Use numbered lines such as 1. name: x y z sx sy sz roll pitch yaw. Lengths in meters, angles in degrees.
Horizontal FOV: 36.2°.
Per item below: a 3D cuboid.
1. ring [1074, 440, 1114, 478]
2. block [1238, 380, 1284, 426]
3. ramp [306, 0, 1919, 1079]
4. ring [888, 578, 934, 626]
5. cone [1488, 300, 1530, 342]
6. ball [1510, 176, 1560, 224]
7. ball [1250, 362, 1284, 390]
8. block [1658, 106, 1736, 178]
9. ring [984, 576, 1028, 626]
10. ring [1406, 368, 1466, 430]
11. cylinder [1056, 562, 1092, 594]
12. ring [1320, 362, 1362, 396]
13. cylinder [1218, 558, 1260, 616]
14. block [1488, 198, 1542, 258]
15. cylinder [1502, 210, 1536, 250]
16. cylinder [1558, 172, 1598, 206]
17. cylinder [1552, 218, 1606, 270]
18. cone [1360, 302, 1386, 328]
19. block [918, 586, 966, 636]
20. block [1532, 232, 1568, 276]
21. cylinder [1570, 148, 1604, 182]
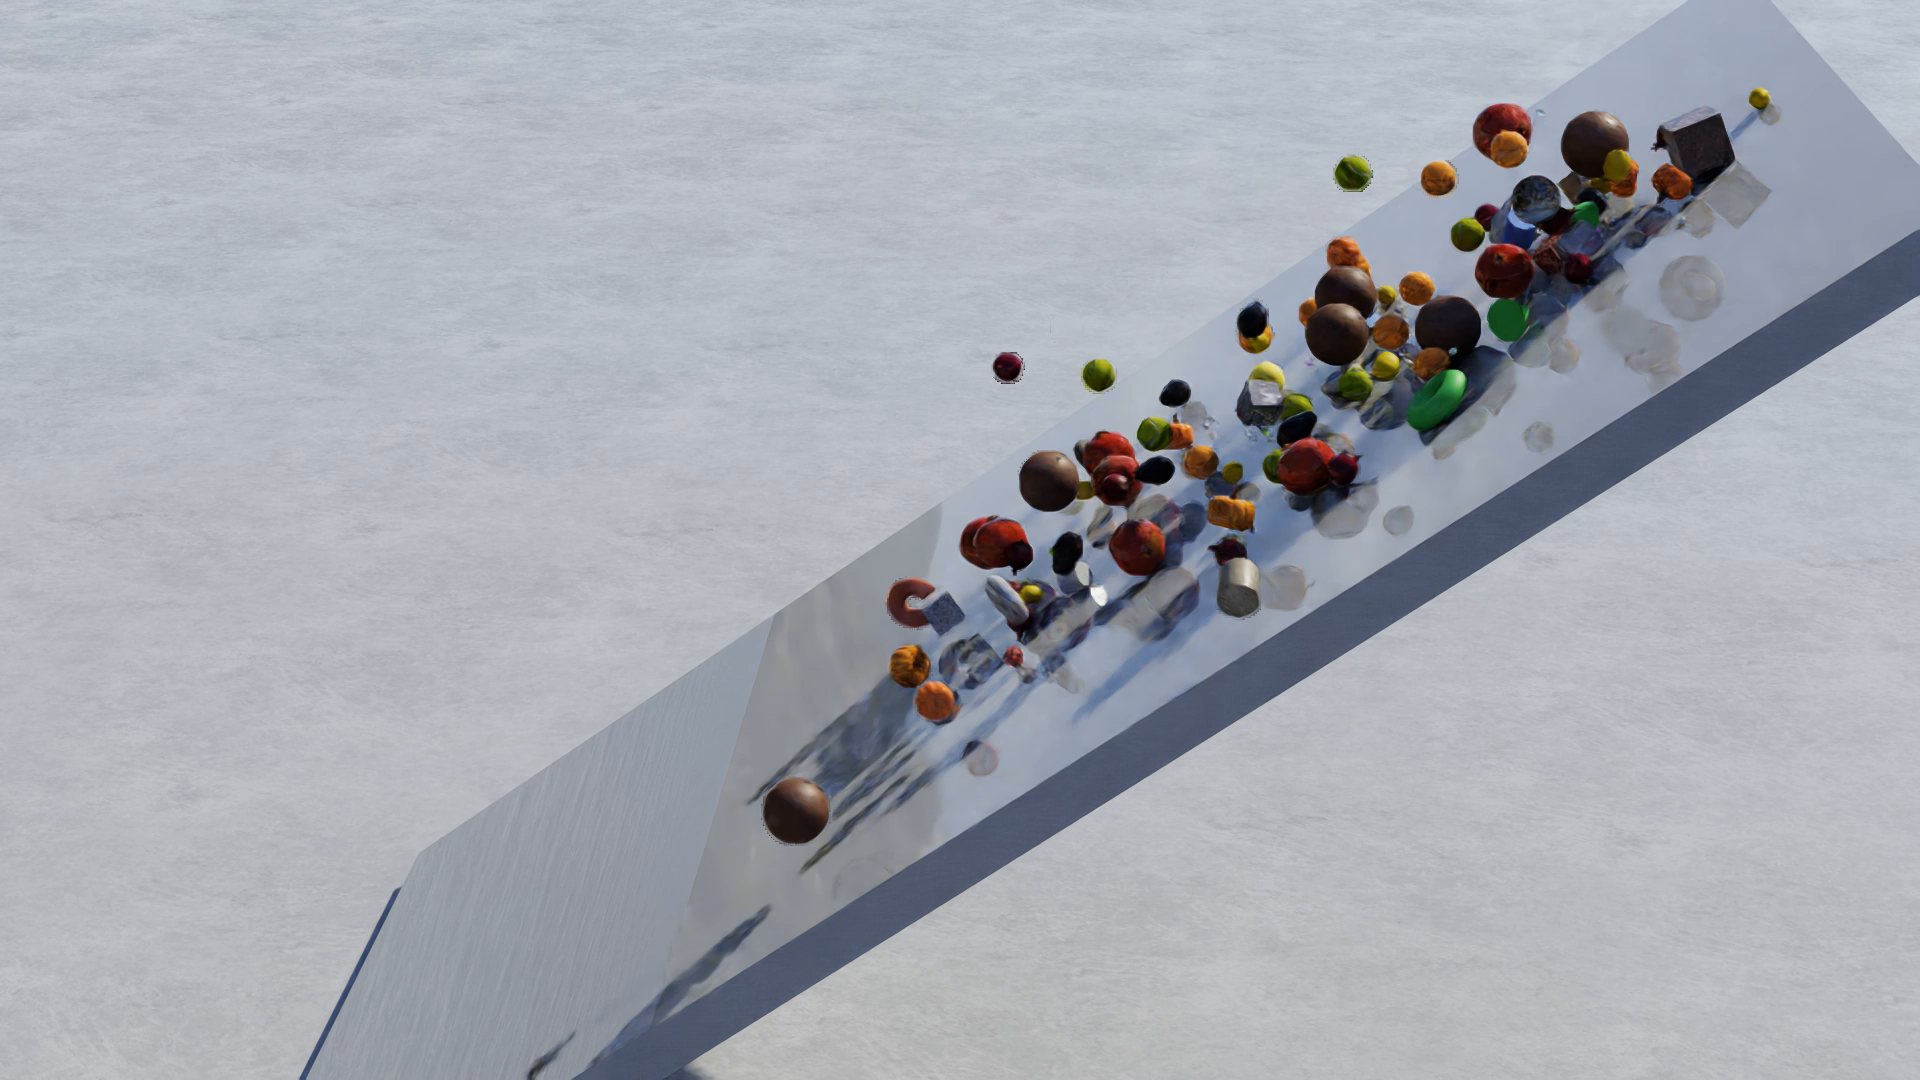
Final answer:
1. ring: 0.295 -0.180 6.465 0.104 0.035 0.104 31 26 -17
2. block: 0.608 -0.277 5.956 0.065 0.065 0.065 2 53 -14
3. ramp: 0.131 0.177 6.317 4.000 0.100 2.000 -34 16 16
4. ring: -0.100 0.137 6.418 0.118 0.118 0.039 4 29 9
5. cone: 1.073 -0.435 5.655 0.085 0.085 0.085 18 32 37
6. ball: 1.114 -0.658 5.693 0.096 0.096 0.096 0 22 0
7. ball: 0.657 -0.343 6.292 0.075 0.075 0.075 0 22 0
8. block: 1.428 -0.771 5.699 0.098 0.098 0.098 -22 17 4
9. ring: 0.094 0.122 6.005 0.040 0.121 0.121 -39 33 -9
10. ring: 0.901 -0.265 5.556 0.047 0.140 0.140 40 19 -12
11. cylinder: 0.237 0.080 6.070 0.053 0.053 0.053 -26 4 37
12. ring: 0.784 -0.329 6.042 0.097 0.032 0.097 -35 11 8
13. cylinder: 0.497 0.085 5.251 0.075 0.075 0.075 2 39 5
14. block: 1.133 -0.638 5.997 0.074 0.074 0.074 27 44 -12
15. cylinder: 1.122 -0.623 5.892 0.060 0.060 0.060 1 51 -2
16. cylinder: 1.262 -0.722 6.007 0.060 0.060 0.060 -36 -3 -2
17. cylinder: 1.201 -0.573 5.707 0.070 0.070 0.070 -42 30 -2
18. cone: 0.869 -0.489 6.266 0.052 0.052 0.052 -37 20 16
19. block: -0.040 0.152 6.326 0.070 0.070 0.070 -36 14 -2
20. block: 1.173 -0.564 5.801 0.054 0.054 0.054 -26 23 54
21. cylinder: 1.260 -0.753 5.920 0.050 0.050 0.050 -23 -10 -5
